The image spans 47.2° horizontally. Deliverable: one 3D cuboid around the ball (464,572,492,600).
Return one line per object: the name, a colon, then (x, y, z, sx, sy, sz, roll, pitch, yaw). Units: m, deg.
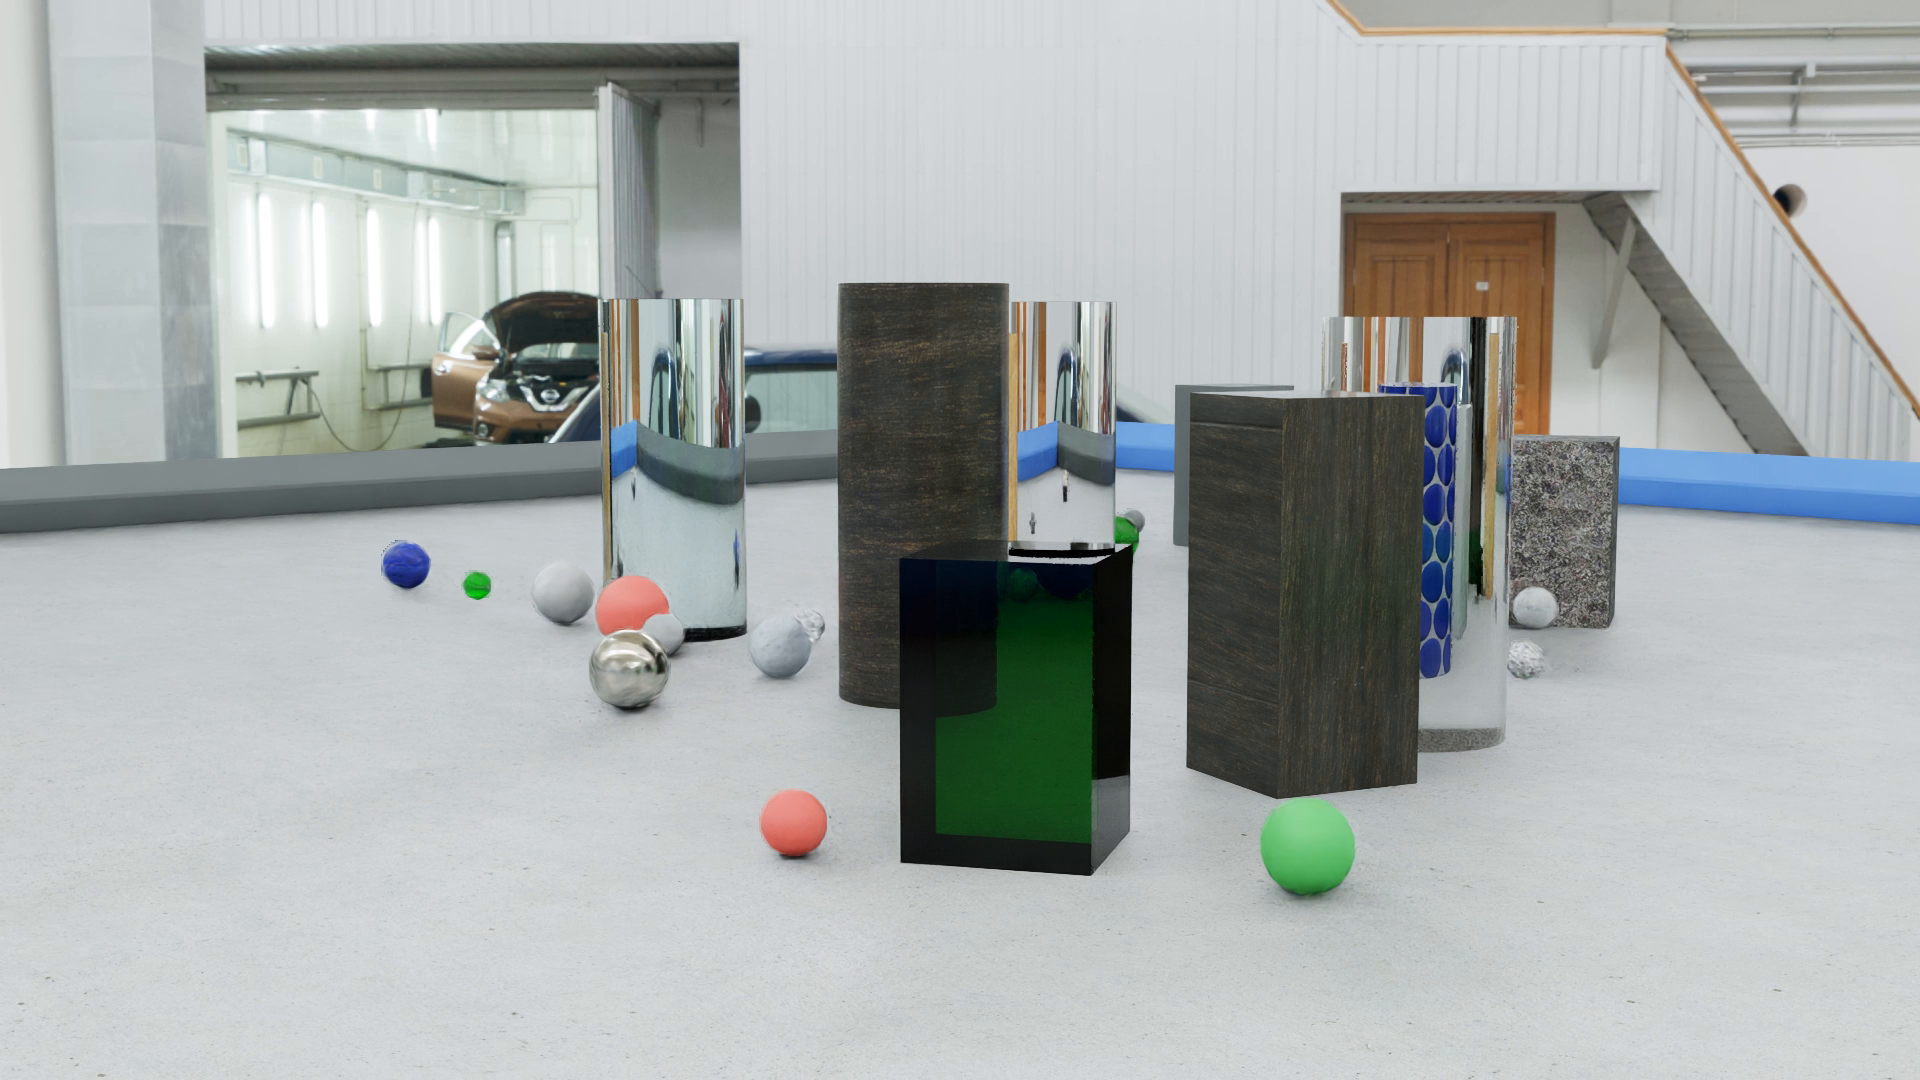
ball: (-0.745, 0.070, 3.396, 0.043, 0.043, 0.043, 0, 6, 0)

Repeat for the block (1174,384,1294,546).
block: (0.516, -0.140, 4.149, 0.158, 0.305, 0.158, -4, 7, -33)

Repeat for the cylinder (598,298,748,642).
cylinder: (-0.394, -0.100, 3.025, 0.197, 0.460, 0.197, 0, 6, 0)

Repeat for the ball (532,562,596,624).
ball: (-0.565, 0.075, 3.134, 0.088, 0.088, 0.088, 0, 6, 0)

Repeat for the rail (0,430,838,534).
rail: (-1.399, -0.124, 4.840, 4.639, 0.128, 0.045, -5, 8, -42)

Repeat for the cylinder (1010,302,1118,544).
cylinder: (0.165, -0.171, 3.709, 0.197, 0.459, 0.197, 0, 6, 0)

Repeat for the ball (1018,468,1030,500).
ball: (0.124, -0.131, 5.152, 0.079, 0.079, 0.079, 0, 6, 0)

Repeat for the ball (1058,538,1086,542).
ball: (0.174, 0.040, 3.406, 0.088, 0.088, 0.088, 0, 6, 0)

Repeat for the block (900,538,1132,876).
block: (0.049, 0.132, 1.820, 0.158, 0.248, 0.158, 2, 6, 16)

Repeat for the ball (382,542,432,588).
ball: (-0.887, 0.040, 3.528, 0.076, 0.076, 0.076, 0, 6, 0)

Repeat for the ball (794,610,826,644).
ball: (-0.204, 0.116, 2.944, 0.046, 0.046, 0.046, 0, 6, 0)

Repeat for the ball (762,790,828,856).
ball: (-0.135, 0.231, 1.800, 0.054, 0.054, 0.054, 0, 6, 0)

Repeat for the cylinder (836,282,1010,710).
cylinder: (-0.042, -0.056, 2.531, 0.197, 0.475, 0.197, 0, 6, 0)

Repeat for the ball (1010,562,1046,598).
ball: (0.107, 0.063, 3.409, 0.056, 0.056, 0.056, 0, 6, 0)

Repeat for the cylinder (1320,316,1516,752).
cylinder: (0.474, -0.013, 2.296, 0.197, 0.438, 0.197, 0, 6, 0)

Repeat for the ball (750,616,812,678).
ball: (-0.218, 0.130, 2.672, 0.075, 0.075, 0.075, 0, 6, 0)

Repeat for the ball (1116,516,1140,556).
ball: (0.270, -0.002, 3.819, 0.083, 0.083, 0.083, 0, 6, 0)

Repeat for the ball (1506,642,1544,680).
ball: (0.683, 0.145, 2.661, 0.046, 0.046, 0.046, 0, 6, 0)

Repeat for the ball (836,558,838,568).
ball: (-0.170, 0.038, 3.600, 0.065, 0.065, 0.065, 0, 6, 0)

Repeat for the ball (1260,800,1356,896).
ball: (0.266, 0.235, 1.682, 0.073, 0.073, 0.073, 0, 6, 0)

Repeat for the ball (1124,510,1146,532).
ball: (0.348, -0.037, 4.407, 0.047, 0.047, 0.047, 0, 6, 0)

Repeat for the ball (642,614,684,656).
ball: (-0.384, 0.122, 2.841, 0.055, 0.055, 0.055, 0, 6, 0)

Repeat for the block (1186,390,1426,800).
block: (0.326, 0.044, 2.094, 0.158, 0.366, 0.158, -3, 7, -26)

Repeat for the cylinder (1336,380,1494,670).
cylinder: (0.577, -0.024, 2.808, 0.197, 0.353, 0.197, 0, 6, 0)

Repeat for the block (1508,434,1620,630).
block: (0.860, -0.016, 3.167, 0.158, 0.262, 0.158, 2, 6, 20)

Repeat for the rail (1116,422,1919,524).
rail: (1.687, -0.128, 4.880, 0.045, 0.128, 4.173, -5, 8, -42)

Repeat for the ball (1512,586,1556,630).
ball: (0.805, 0.095, 3.081, 0.059, 0.059, 0.059, 0, 6, 0)

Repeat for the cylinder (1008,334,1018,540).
cylinder: (-0.008, -0.118, 3.443, 0.197, 0.408, 0.197, 0, 6, 0)

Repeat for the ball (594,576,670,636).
ball: (-0.432, 0.095, 2.895, 0.097, 0.097, 0.097, 0, 6, 0)

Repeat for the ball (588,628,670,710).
ball: (-0.370, 0.145, 2.458, 0.090, 0.090, 0.090, 0, 6, 0)
